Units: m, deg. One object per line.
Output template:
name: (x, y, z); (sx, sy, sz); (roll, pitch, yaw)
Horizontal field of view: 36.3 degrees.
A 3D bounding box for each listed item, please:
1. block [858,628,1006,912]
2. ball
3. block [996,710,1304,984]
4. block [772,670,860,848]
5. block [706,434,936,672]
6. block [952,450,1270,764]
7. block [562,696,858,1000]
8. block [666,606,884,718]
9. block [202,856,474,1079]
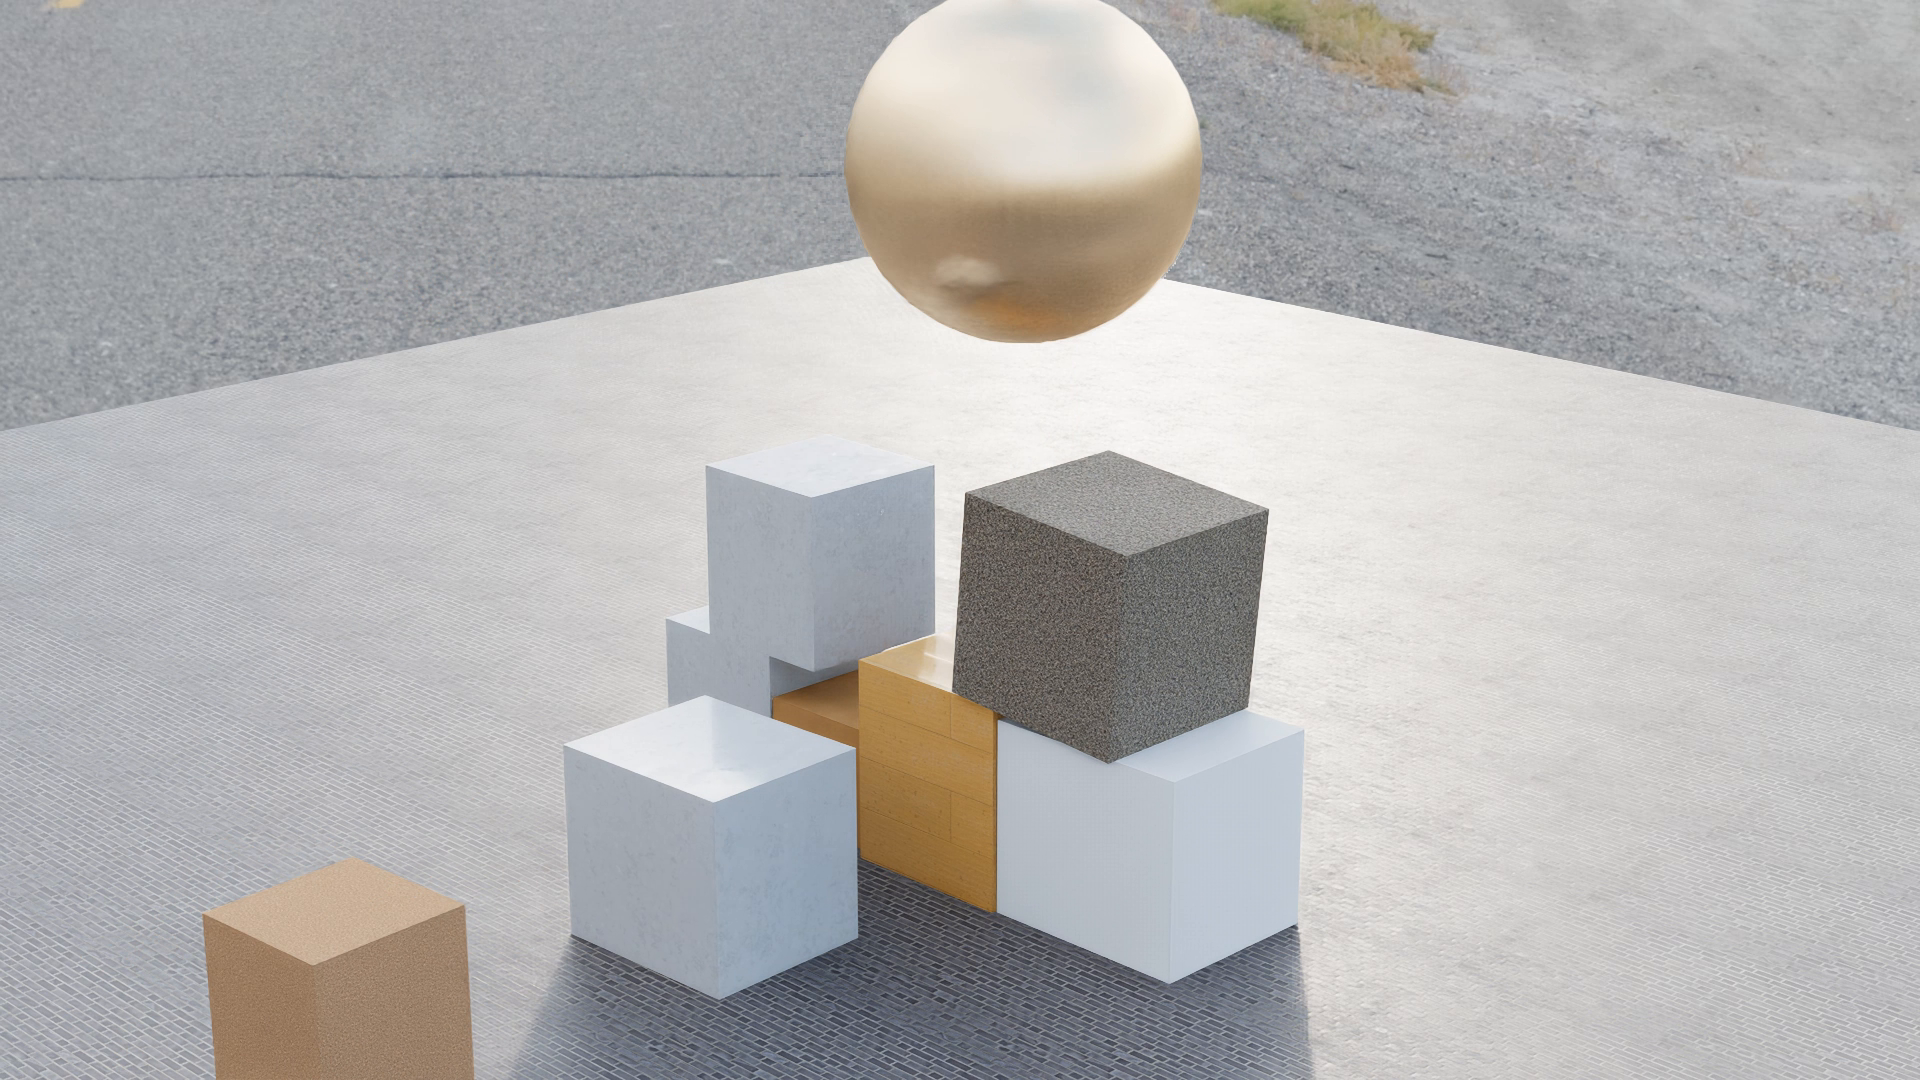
block: (0.156, 1.010, 13.501); (0.889, 0.978, 0.861); (-17, 24, -42)
ball: (0.282, -1.677, 13.110); (1.600, 1.600, 1.600); (0, 17, 0)
block: (0.828, 1.239, 12.876); (0.859, 0.916, 1.019); (-17, 24, -42)
block: (-0.402, 1.029, 14.075); (0.719, 0.596, 0.667); (-17, 24, -42)
block: (-0.666, 0.048, 14.071); (0.784, 0.851, 0.761); (-16, 24, -42)
block: (0.647, 0.267, 12.744); (0.925, 0.937, 0.929); (22, 28, 40)
block: (-1.075, 1.308, 12.700); (0.953, 0.889, 0.824); (16, 23, 40)
block: (-0.912, 0.772, 14.538); (0.751, 0.810, 0.768); (-17, 24, -42)
block: (-2.409, 1.783, 11.398); (0.695, 0.763, 0.717); (15, 23, 39)
